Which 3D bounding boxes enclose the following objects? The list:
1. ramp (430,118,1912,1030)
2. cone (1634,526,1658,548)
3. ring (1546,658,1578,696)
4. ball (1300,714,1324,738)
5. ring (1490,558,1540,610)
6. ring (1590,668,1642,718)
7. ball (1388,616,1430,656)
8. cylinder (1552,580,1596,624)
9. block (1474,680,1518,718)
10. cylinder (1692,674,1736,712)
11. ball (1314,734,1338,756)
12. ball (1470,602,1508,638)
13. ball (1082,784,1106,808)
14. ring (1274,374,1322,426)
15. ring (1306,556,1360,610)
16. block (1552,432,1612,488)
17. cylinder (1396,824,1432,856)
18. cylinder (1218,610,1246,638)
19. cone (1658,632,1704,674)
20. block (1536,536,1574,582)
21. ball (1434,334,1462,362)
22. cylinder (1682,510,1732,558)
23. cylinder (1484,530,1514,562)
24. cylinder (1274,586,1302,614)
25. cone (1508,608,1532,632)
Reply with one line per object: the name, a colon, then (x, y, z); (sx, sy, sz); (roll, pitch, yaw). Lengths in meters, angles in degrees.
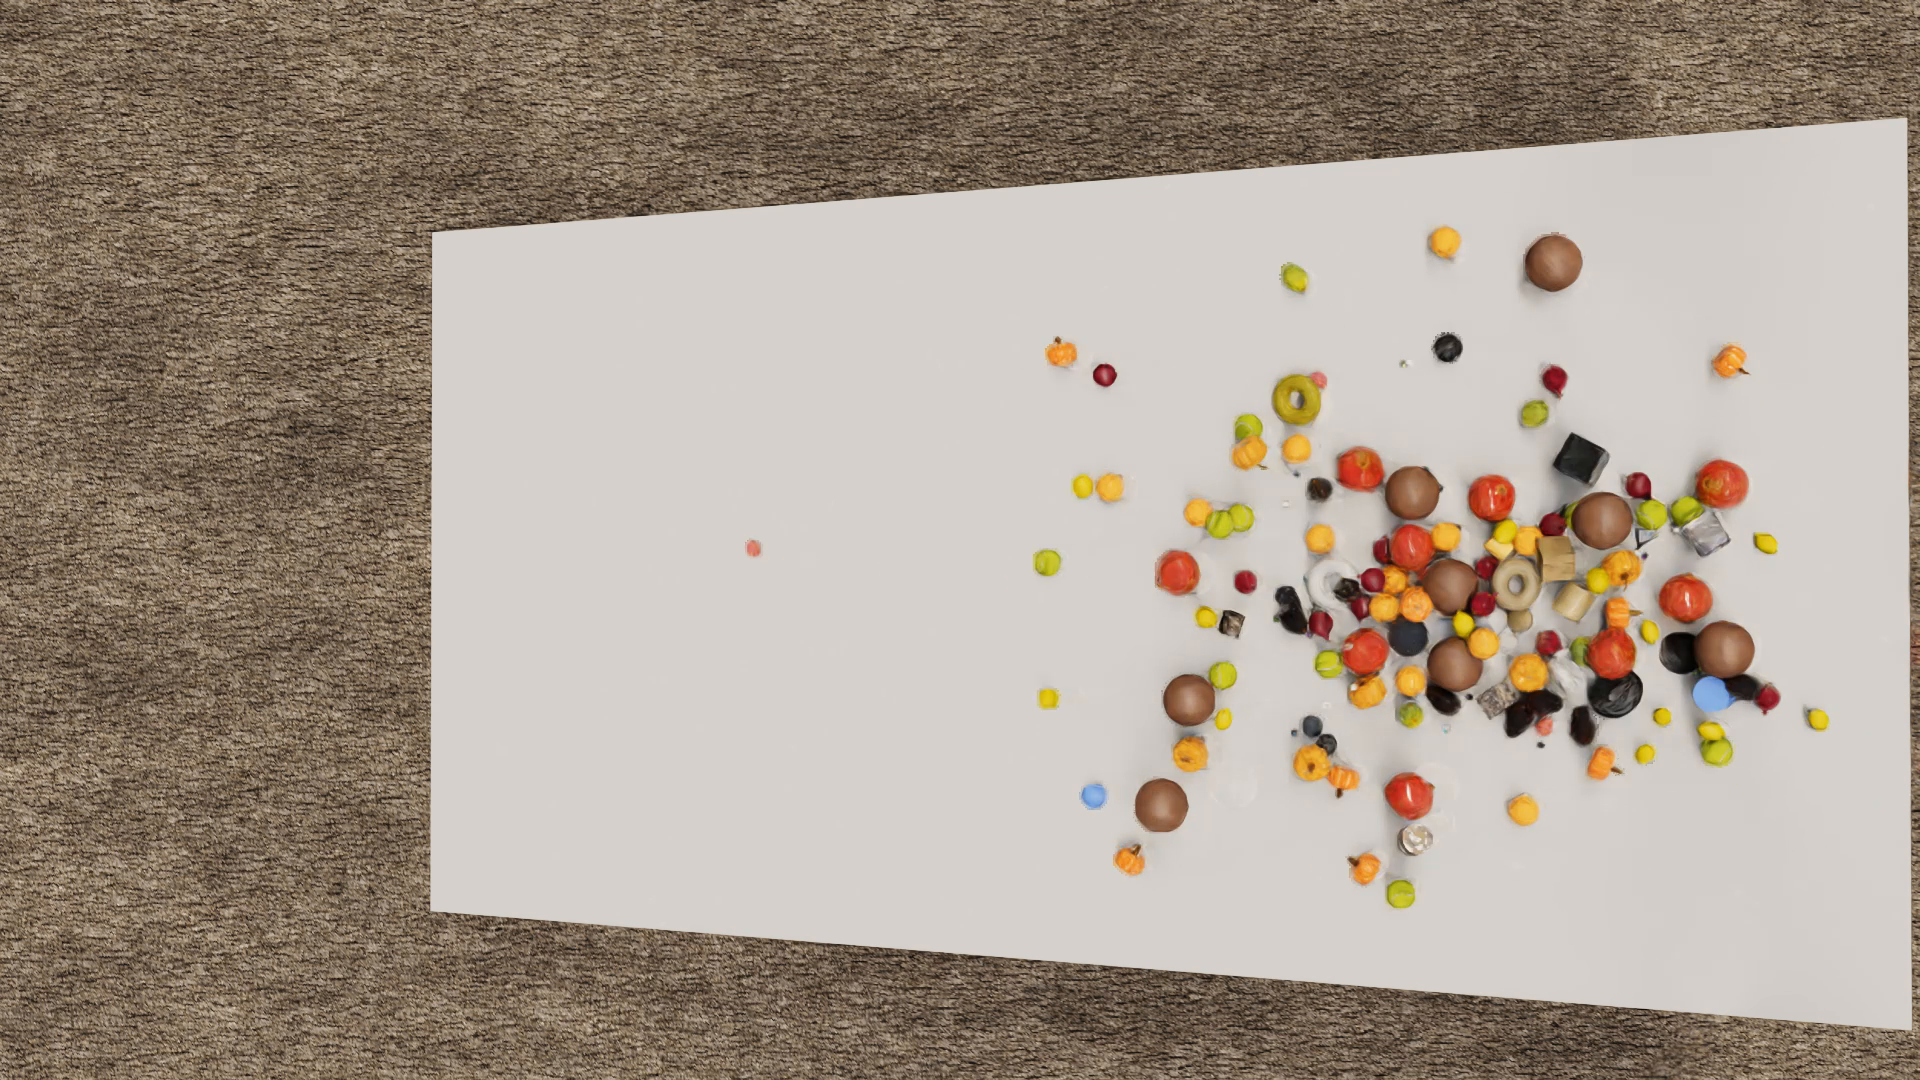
ramp: (0.282, 0.083, 5.697); (4.000, 0.100, 2.000); (0, 89, 25)
cone: (1.549, -0.007, 4.953); (0.050, 0.050, 0.050); (-6, 89, 15)
ring: (1.391, 0.316, 5.083); (0.033, 0.098, 0.098); (-35, 89, 4)
ball: (0.856, 0.452, 5.346); (0.055, 0.055, 0.055); (0, 89, 0)
ring: (1.295, 0.104, 5.123); (0.123, 0.041, 0.123); (-1, 96, -11)
ring: (1.502, 0.350, 5.031); (0.126, 0.126, 0.042); (-50, 124, -1)
ball: (1.066, 0.229, 5.229); (0.097, 0.097, 0.097); (0, 89, 0)
cylinder: (1.418, 0.141, 5.082); (0.074, 0.074, 0.074); (31, 102, 0)
block: (1.257, 0.373, 5.150); (0.058, 0.058, 0.058); (-22, 72, -37)
cylinder: (1.697, 0.345, 4.945); (0.080, 0.080, 0.080); (0, 91, 30)
ball: (0.888, 0.496, 5.331); (0.054, 0.054, 0.054); (0, 89, 0)
ball: (1.242, 0.186, 5.156); (0.085, 0.085, 0.085); (0, 89, 0)
ball: (0.340, 0.648, 5.575); (0.062, 0.062, 0.062); (0, 89, 0)
ring: (0.822, -0.342, 5.364); (0.128, 0.043, 0.128); (11, 110, 33)
ring: (0.905, 0.105, 5.334); (0.131, 0.044, 0.131); (0, 90, 26)
block: (1.430, -0.183, 5.057); (0.087, 0.087, 0.087); (32, 98, 26)
cylinder: (1.061, 0.701, 5.136); (0.070, 0.070, 0.070); (0, 77, -2)
cylinder: (0.671, 0.206, 5.433); (0.054, 0.054, 0.054); (17, 98, 0)
cone: (1.625, 0.257, 4.973); (0.098, 0.098, 0.098); (0, 89, 25)
block: (1.372, 0.043, 5.068); (0.072, 0.072, 0.072); (-6, 126, 7)
ball: (1.157, -0.454, 5.212); (0.066, 0.066, 0.066); (0, 89, 0)
cylinder: (1.672, -0.012, 4.924); (0.077, 0.077, 0.077); (-32, 93, 0)
cylinder: (1.265, 0.014, 5.159); (0.052, 0.052, 0.052); (43, 90, 5)
cylinder: (0.795, 0.146, 5.327); (0.053, 0.053, 0.053); (-11, 57, 17)
cone: (1.309, 0.192, 5.130); (0.060, 0.060, 0.060); (1, 100, 8)
